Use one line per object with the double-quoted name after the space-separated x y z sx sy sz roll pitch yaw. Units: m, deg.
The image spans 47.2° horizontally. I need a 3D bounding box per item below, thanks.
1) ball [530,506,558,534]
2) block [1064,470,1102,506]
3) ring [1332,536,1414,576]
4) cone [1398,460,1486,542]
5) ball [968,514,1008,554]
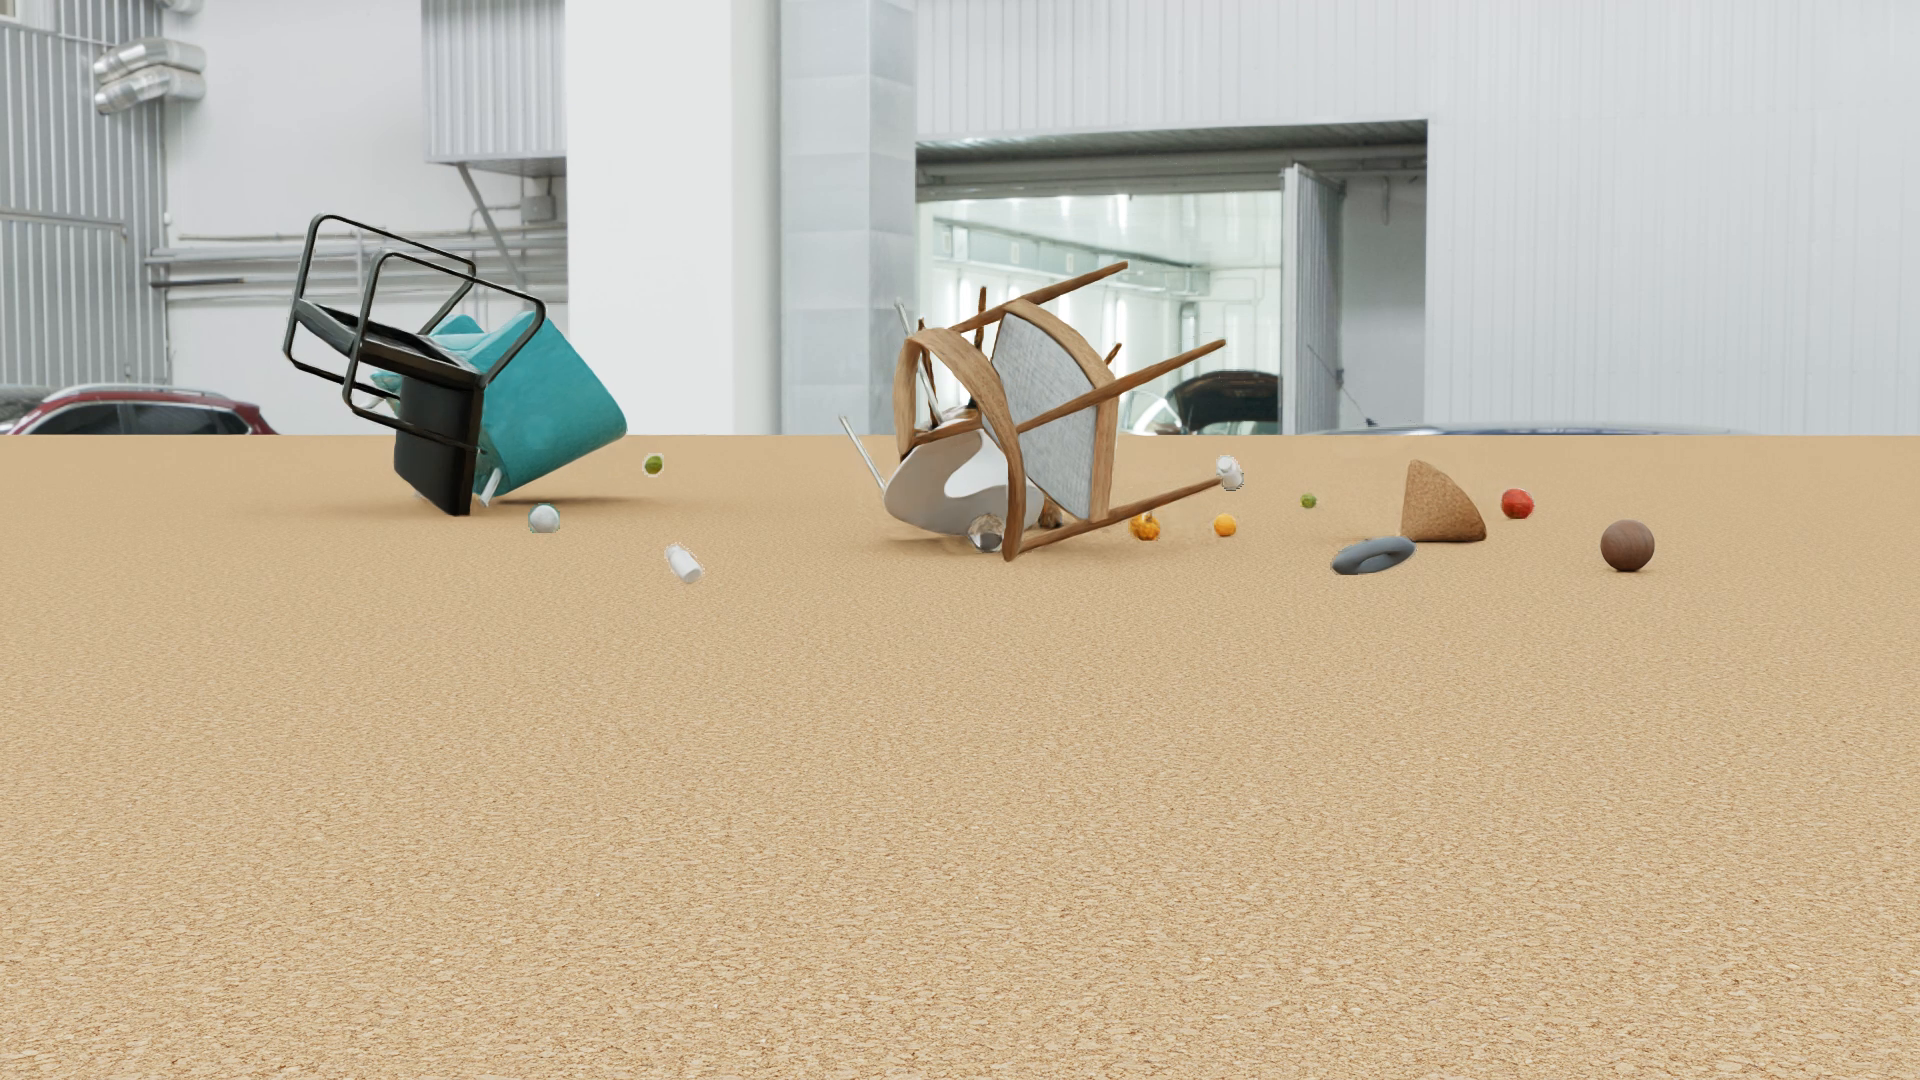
-1.291 -0.064 6.831 0.088 0.088 0.088 0 4 0 "ball"
0.473 -0.201 8.466 0.099 0.138 0.126 2 4 27 "block"
1.002 0.039 5.318 0.264 0.108 0.039 -10 53 -33 "ring"
1.359 -0.055 6.457 0.196 0.308 0.325 -40 24 -9 "cone"
0.076 -0.017 6.006 0.109 0.109 0.109 0 4 0 "ball"
